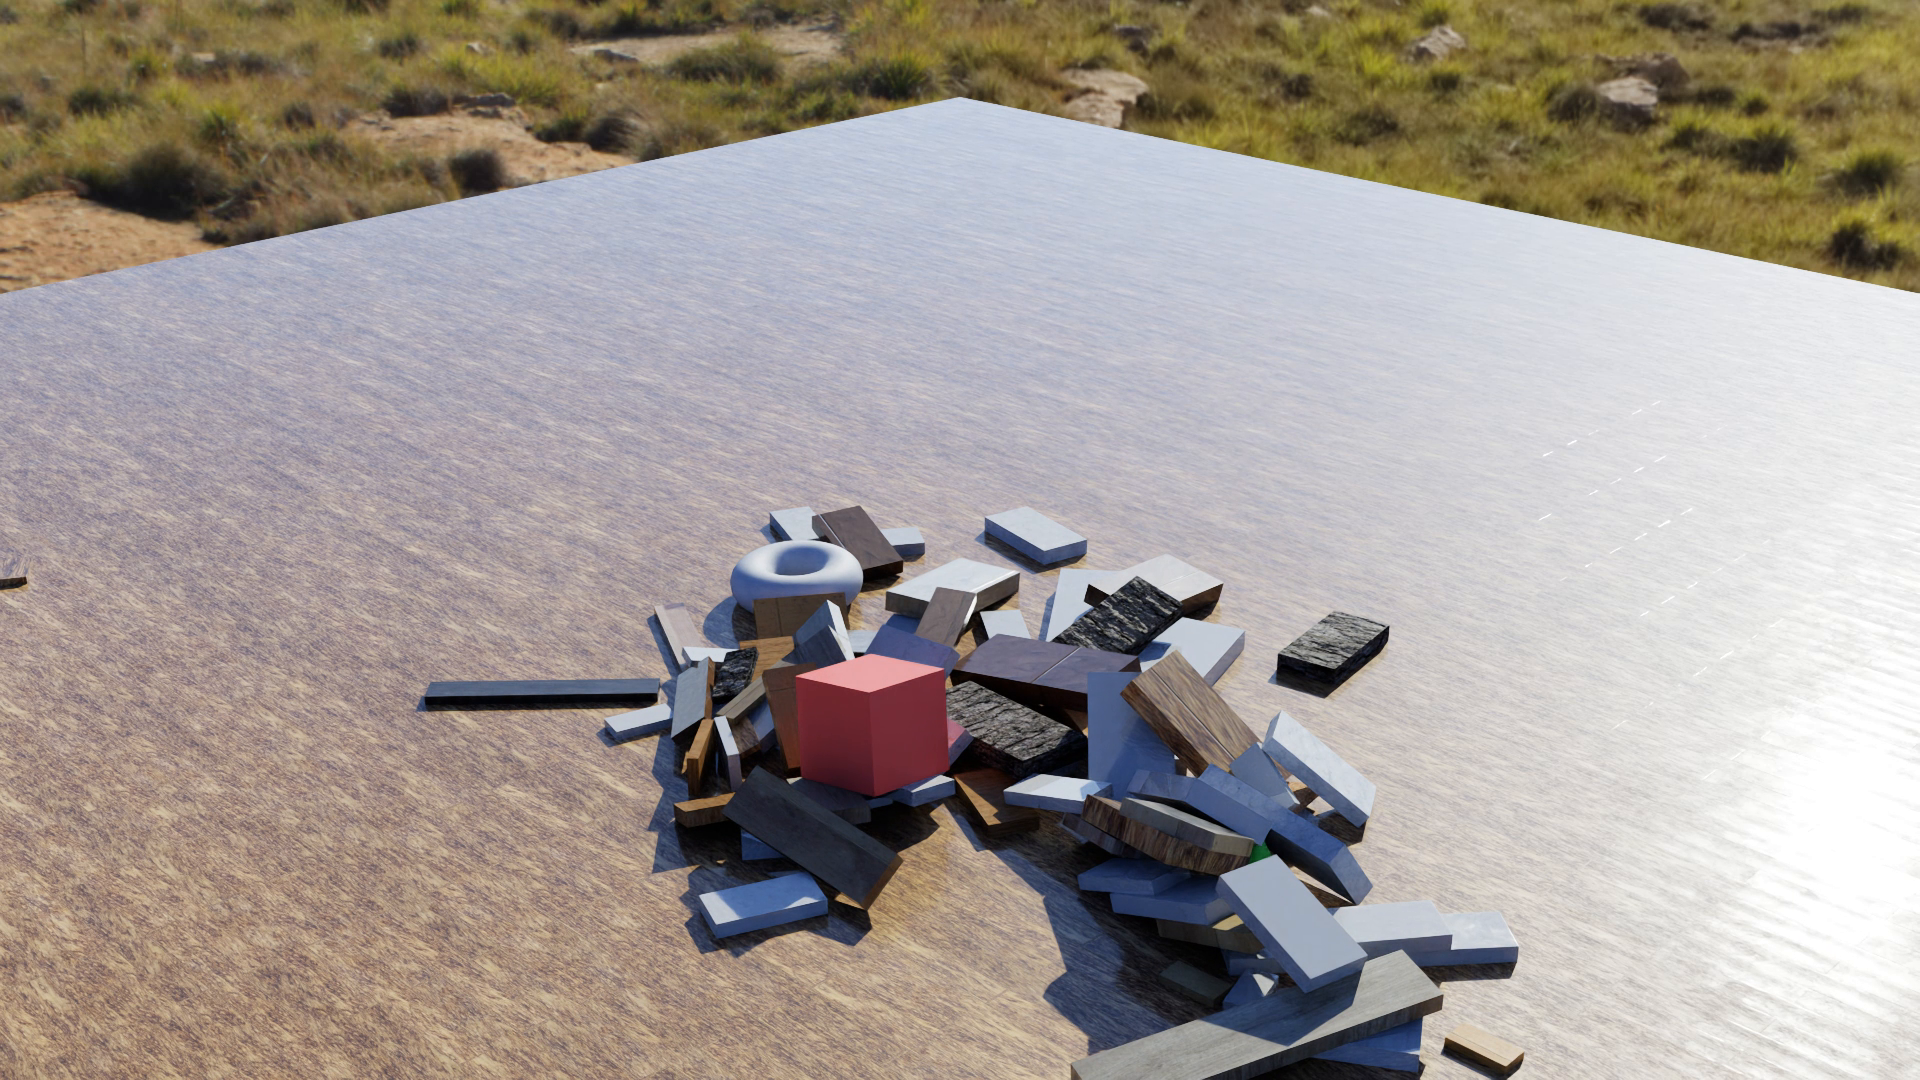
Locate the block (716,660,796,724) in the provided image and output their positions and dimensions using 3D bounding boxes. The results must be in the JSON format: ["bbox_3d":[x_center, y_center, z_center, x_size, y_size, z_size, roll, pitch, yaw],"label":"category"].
[{"bbox_3d":[-0.437,0.328,4.753,0.054,0.015,0.207,12,40,39],"label":"block"}]

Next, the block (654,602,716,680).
[{"bbox_3d":[-0.649,0.239,5.171,0.072,0.020,0.394,-7,24,-16],"label":"block"}]

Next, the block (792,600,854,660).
[{"bbox_3d":[-0.305,0.259,4.934,0.037,0.129,0.258,34,19,-31],"label":"block"}]

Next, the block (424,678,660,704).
[{"bbox_3d":[-0.934,0.340,4.933,0.516,0.021,0.073,-1,23,-2],"label":"block"}]

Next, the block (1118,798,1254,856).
[{"bbox_3d":[0.417,0.530,4.062,0.116,0.033,0.231,15,1,-44],"label":"block"}]

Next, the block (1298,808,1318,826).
[{"bbox_3d":[0.630,0.568,4.394,0.155,0.022,0.077,-12,26,-25],"label":"block"}]

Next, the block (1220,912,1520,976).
[{"bbox_3d":[0.739,0.732,3.994,0.526,0.033,0.116,-2,23,-4],"label":"block"}]

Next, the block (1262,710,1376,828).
[{"bbox_3d":[0.727,0.461,4.445,0.252,0.036,0.126,39,28,-2],"label":"block"}]

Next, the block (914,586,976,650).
[{"bbox_3d":[-0.051,0.220,5.028,0.097,0.027,0.363,9,32,10],"label":"block"}]

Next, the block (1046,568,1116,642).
[{"bbox_3d":[0.309,0.183,5.266,0.173,0.049,0.444,3,23,7],"label":"block"}]

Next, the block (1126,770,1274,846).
[{"bbox_3d":[0.453,0.509,4.207,0.172,0.049,0.345,31,-10,-10],"label":"block"}]

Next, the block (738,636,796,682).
[{"bbox_3d":[-0.411,0.320,4.895,0.121,0.034,0.303,-6,34,-11],"label":"block"}]

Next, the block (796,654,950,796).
[{"bbox_3d":[-0.178,0.374,4.483,0.215,0.215,0.215,8,16,43],"label":"block"}]

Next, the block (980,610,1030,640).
[{"bbox_3d":[0.109,0.220,5.207,0.097,0.027,0.194,-3,23,-7],"label":"block"}]

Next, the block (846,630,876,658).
[{"bbox_3d":[-0.264,0.247,5.054,0.242,0.034,0.121,1,21,40],"label":"block"}]

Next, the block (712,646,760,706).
[{"bbox_3d":[-0.492,0.298,4.828,0.073,0.021,0.147,-12,38,19],"label":"block"}]

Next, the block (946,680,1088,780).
[{"bbox_3d":[0.076,0.403,4.674,0.173,0.049,0.394,-17,24,-34],"label":"block"}]

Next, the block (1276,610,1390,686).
[{"bbox_3d":[0.871,0.249,5.122,0.144,0.041,0.288,15,27,32],"label":"block"}]

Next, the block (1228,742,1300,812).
[{"bbox_3d":[0.606,0.487,4.381,0.022,0.077,0.155,22,31,-50],"label":"block"}]

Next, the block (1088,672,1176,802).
[{"bbox_3d":[0.351,0.423,4.519,0.175,0.050,0.351,0,47,2],"label":"block"}]

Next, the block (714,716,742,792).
[{"bbox_3d":[-0.484,0.446,4.598,0.024,0.086,0.172,-9,24,-12],"label":"block"}]

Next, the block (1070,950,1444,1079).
[{"bbox_3d":[0.501,0.830,3.678,0.642,0.036,0.126,-14,32,-20],"label":"block"}]

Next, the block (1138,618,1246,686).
[{"bbox_3d":[0.512,0.278,5.042,0.173,0.049,0.346,11,25,24],"label":"block"}]

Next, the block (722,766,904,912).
[{"bbox_3d":[-0.288,0.570,4.234,0.389,0.033,0.117,27,72,35],"label":"block"}]

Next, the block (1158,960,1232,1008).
[{"bbox_3d":[0.416,0.785,3.889,0.118,0.017,0.059,19,29,37],"label":"block"}]

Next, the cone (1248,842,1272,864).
[{"bbox_3d":[0.558,0.611,4.130,0.149,0.149,0.149,0,23,0],"label":"cone"}]

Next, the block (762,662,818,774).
[{"bbox_3d":[-0.337,0.376,4.655,0.114,0.032,0.229,-8,64,-19],"label":"block"}]

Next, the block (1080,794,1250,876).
[{"bbox_3d":[0.385,0.562,4.170,0.173,0.049,0.346,16,1,-24],"label":"block"}]

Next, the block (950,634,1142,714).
[{"bbox_3d":[0.186,0.293,4.873,0.416,0.050,0.175,7,30,43],"label":"block"}]

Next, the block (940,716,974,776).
[{"bbox_3d":[-0.130,0.392,4.701,0.129,0.037,0.371,-49,40,-11],"label":"block"}]

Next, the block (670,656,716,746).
[{"bbox_3d":[-0.584,0.350,4.820,0.086,0.024,0.345,-33,18,7],"label":"block"}]

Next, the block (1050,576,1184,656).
[{"bbox_3d":[0.350,0.213,5.056,0.144,0.041,0.335,32,52,33],"label":"block"}]

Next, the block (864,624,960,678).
[{"bbox_3d":[-0.115,0.269,4.853,0.234,0.033,0.117,16,69,45],"label":"block"}]

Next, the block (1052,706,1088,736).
[{"bbox_3d":[0.313,0.364,4.754,0.172,0.049,0.345,-18,22,-10],"label":"block"}]

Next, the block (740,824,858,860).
[{"bbox_3d":[-0.318,0.582,4.349,0.229,0.032,0.114,-3,23,-7],"label":"block"}]

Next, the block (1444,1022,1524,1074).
[{"bbox_3d":[0.886,0.858,3.716,0.118,0.017,0.059,21,31,40],"label":"block"}]
